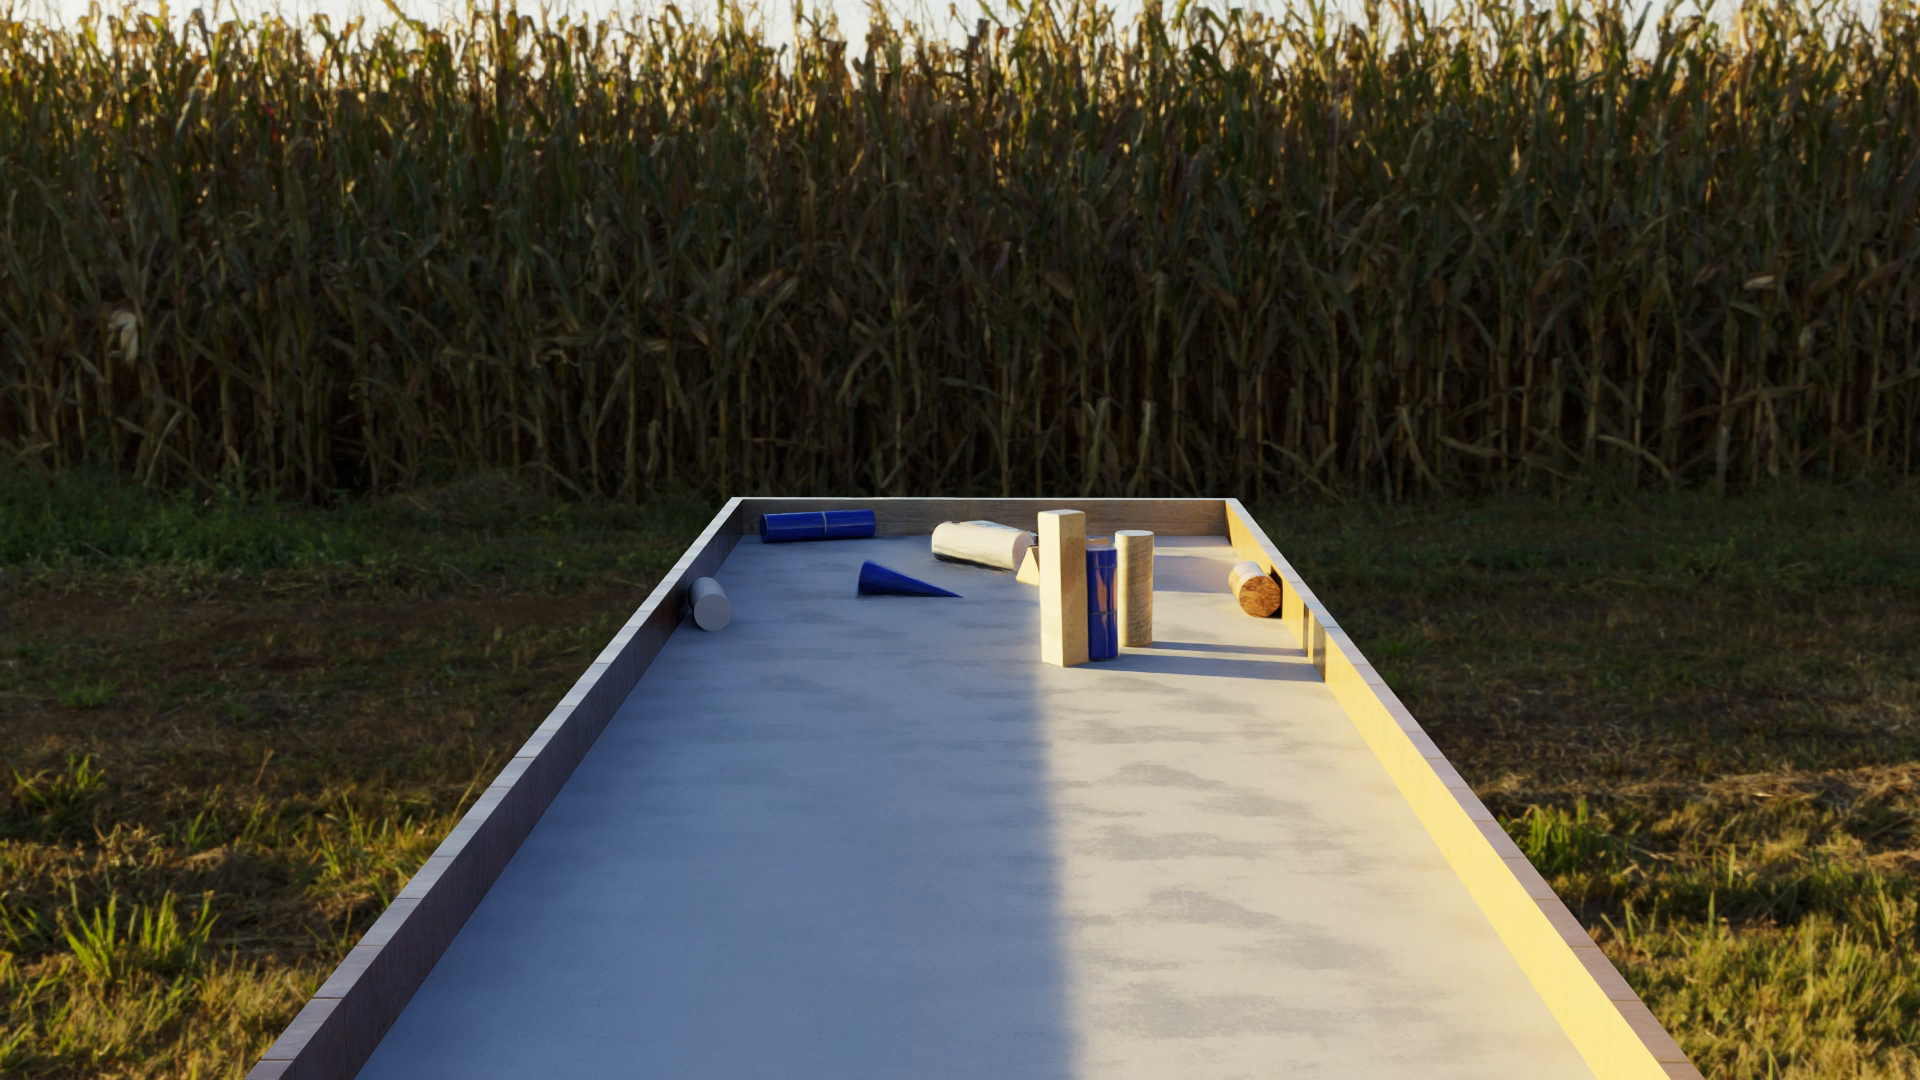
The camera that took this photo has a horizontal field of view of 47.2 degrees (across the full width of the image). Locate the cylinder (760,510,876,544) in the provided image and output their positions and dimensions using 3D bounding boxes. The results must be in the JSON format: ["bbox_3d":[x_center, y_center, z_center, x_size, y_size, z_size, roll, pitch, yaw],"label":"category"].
[{"bbox_3d":[-0.582,-0.057,8.999,0.458,0.117,0.117,-3,10,-20],"label":"cylinder"}]

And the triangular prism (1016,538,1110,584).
[{"bbox_3d":[0.403,0.072,8.118,0.386,0.130,0.150,-7,11,-38],"label":"triangular prism"}]

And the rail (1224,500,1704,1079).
[{"bbox_3d":[1.046,0.843,3.208,0.050,0.150,12.000,0,9,1],"label":"rail"}]

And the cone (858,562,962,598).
[{"bbox_3d":[-0.164,0.167,7.772,0.375,0.116,0.116,11,11,13],"label":"cone"}]

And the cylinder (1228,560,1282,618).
[{"bbox_3d":[1.005,0.167,7.505,0.142,0.142,0.308,0,9,0],"label":"cylinder"}]

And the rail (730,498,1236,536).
[{"bbox_3d":[0.099,-0.098,9.147,2.100,0.150,0.050,0,9,1],"label":"rail"}]

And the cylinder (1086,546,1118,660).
[{"bbox_3d":[0.409,0.190,6.728,0.147,0.333,0.147,-1,7,0],"label":"cylinder"}]

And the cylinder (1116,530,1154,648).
[{"bbox_3d":[0.546,0.153,6.916,0.120,0.354,0.120,0,9,0],"label":"cylinder"}]

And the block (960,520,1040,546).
[{"bbox_3d":[0.159,0.010,8.596,0.110,0.110,0.449,-5,10,-29],"label":"block"}]

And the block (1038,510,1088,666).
[{"bbox_3d":[0.313,0.143,6.634,0.101,0.456,0.101,-7,9,-34],"label":"block"}]

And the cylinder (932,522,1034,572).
[{"bbox_3d":[0.087,0.027,8.369,0.389,0.147,0.147,7,12,39],"label":"cylinder"}]

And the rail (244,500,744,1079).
[{"bbox_3d":[-1.004,0.839,3.234,0.050,0.150,12.000,0,9,1],"label":"rail"}]

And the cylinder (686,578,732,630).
[{"bbox_3d":[-0.833,0.210,7.292,0.123,0.123,0.322,-2,9,-11],"label":"cylinder"}]
